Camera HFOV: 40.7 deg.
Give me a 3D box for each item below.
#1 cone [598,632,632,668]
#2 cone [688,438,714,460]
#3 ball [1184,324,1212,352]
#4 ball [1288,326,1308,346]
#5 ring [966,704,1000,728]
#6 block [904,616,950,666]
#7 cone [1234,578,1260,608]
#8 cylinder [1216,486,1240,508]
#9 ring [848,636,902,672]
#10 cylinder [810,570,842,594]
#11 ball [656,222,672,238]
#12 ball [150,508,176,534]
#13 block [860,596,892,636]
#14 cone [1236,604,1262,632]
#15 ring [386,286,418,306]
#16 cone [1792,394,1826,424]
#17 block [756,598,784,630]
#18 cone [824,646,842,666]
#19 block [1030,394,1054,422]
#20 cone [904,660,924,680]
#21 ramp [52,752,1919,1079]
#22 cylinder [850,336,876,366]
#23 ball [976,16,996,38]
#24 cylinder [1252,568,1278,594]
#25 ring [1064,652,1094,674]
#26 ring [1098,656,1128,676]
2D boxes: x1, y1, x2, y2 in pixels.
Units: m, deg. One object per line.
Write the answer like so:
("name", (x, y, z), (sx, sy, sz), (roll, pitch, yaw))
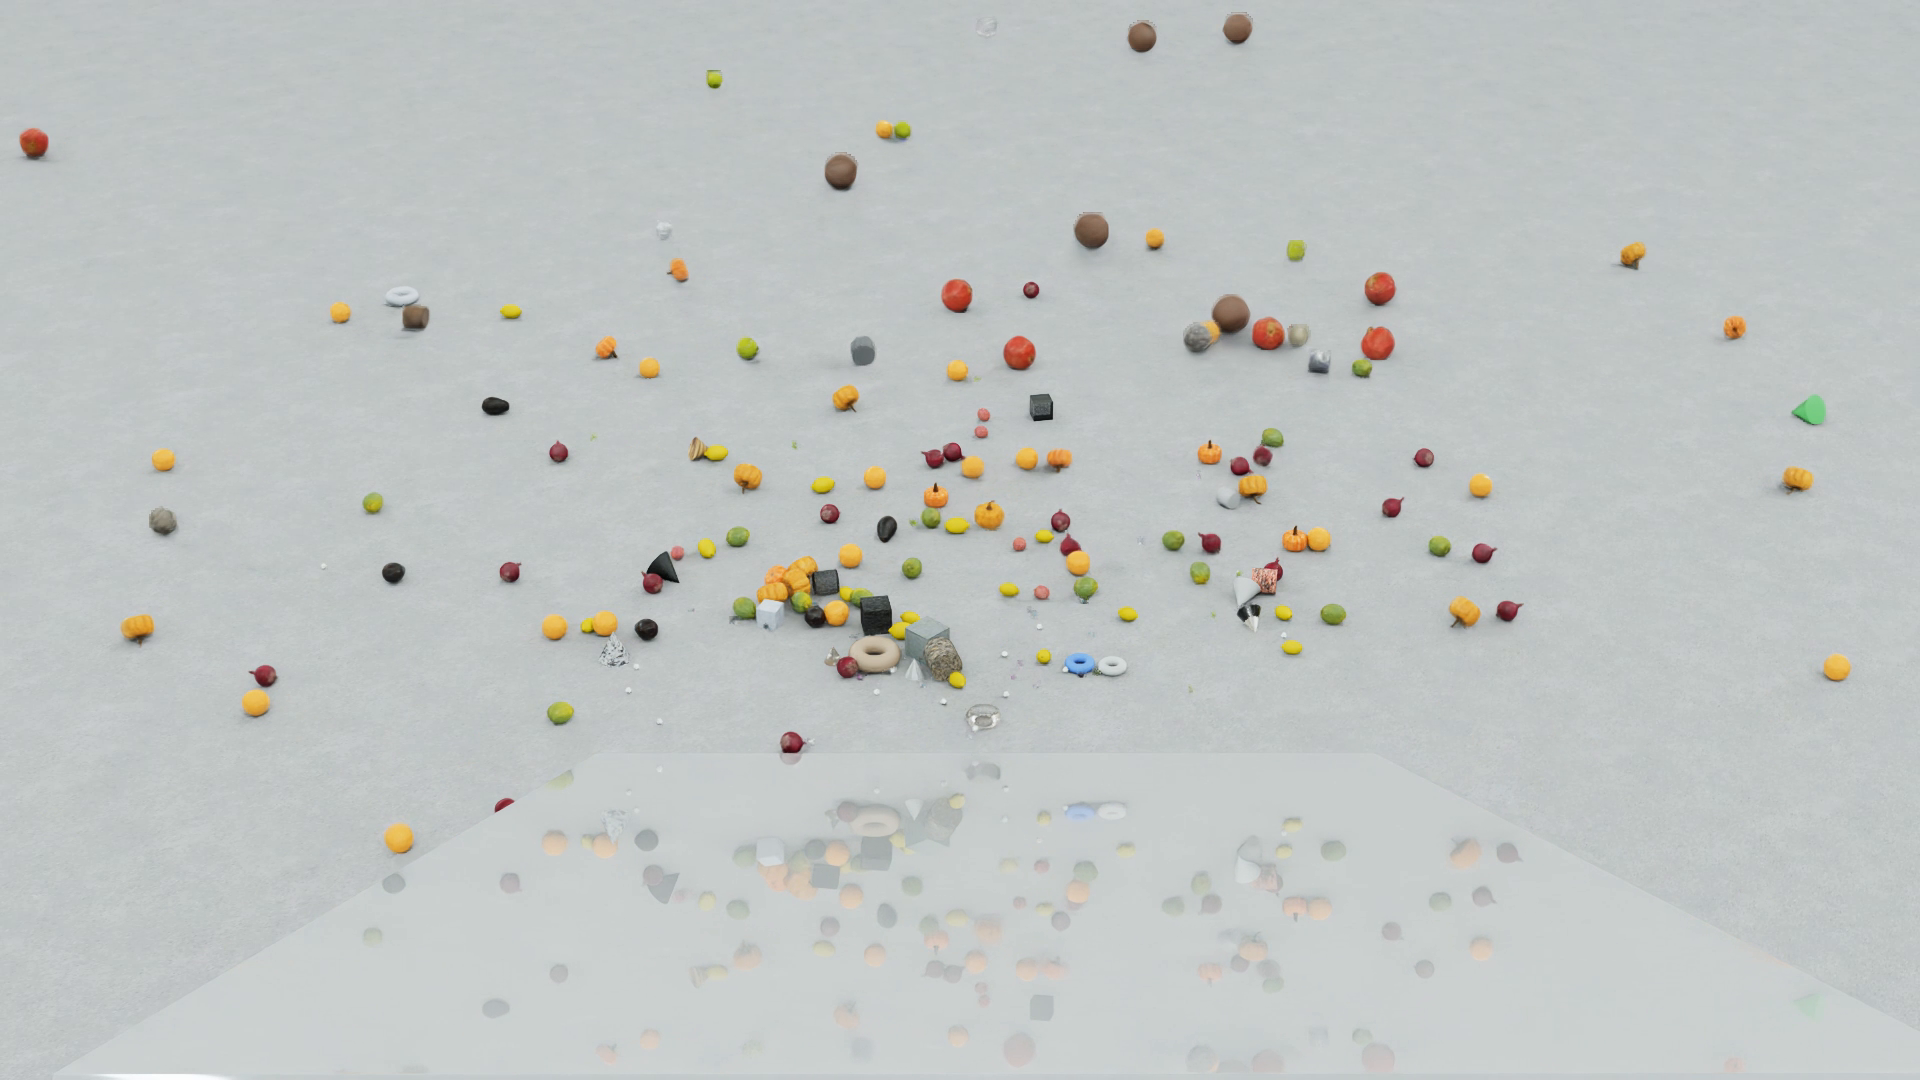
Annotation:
("cone", (-0.961, 0.292, 7.183), (0.091, 0.091, 0.091), (0, 30, 0))
("cone", (-0.814, -0.283, 8.237), (0.074, 0.074, 0.074), (15, 21, -31))
("ball", (0.817, -0.691, 8.883), (0.095, 0.095, 0.095), (0, 30, 0))
("ball", (1.167, -0.702, 8.926), (0.072, 0.072, 0.072), (0, 30, 0))
("ring", (0.063, 0.472, 6.932), (0.095, 0.032, 0.095), (-1, 30, 1))
("block", (-0.091, 0.281, 7.205), (0.088, 0.088, 0.088), (26, 39, 37))
("cone", (0.815, 0.165, 7.457), (0.082, 0.082, 0.082), (12, 59, 20))
("cylinder", (0.824, -0.130, 7.951), (0.053, 0.053, 0.053), (-20, 35, -31))
("ring", (-0.237, 0.318, 7.181), (0.148, 0.049, 0.148), (1, 31, -1))
("cylinder", (-0.389, 0.122, 7.500), (0.069, 0.069, 0.069), (5, 25, -28))
("ball", (-1.114, -1.169, 9.745), (0.061, 0.061, 0.061), (0, 30, 0))
("ball", (-2.401, -0.056, 7.801), (0.076, 0.076, 0.076), (0, 30, 0))
("block", (-0.237, 0.214, 7.331), (0.079, 0.079, 0.079), (-5, 30, -8))
("cone", (0.829, 0.233, 7.344), (0.072, 0.072, 0.072), (-6, 57, -11))
("ring", (-1.996, -0.871, 9.252), (0.117, 0.039, 0.117), (-1, 30, 1))
("cone", (2.760, -0.424, 8.470), (0.099, 0.099, 0.099), (-20, 9, -30))
("block", (-0.539, 0.212, 7.353), (0.059, 0.059, 0.059), (10, 32, 17))
("cone", (-0.352, 0.315, 7.182), (0.052, 0.052, 0.052), (0, 30, 0))
("block", (0.266, -0.434, 8.468), (0.064, 0.064, 0.064), (-6, 30, -10))
("cone", (-0.126, 0.349, 7.121), (0.054, 0.054, 0.054), (0, 30, 0))
("ramp", (0.067, 0.598, 4.656), (2.000, 0.100, 4.000), (0, 0, 0))
("cylinder", (-0.332, -0.645, 8.820), (0.077, 0.077, 0.077), (-5, 39, -8))
("ball", (0.119, -2.321, 11.709), (0.094, 0.094, 0.094), (0, 30, 0))
("cylinder", (0.882, 0.118, 7.503), (0.071, 0.071, 0.071), (5, 30, 8))
("ring", (0.332, 0.341, 7.161), (0.084, 0.028, 0.084), (-1, 31, 1))
("ring", (0.421, 0.349, 7.149), (0.081, 0.027, 0.081), (-1, 29, 1))
